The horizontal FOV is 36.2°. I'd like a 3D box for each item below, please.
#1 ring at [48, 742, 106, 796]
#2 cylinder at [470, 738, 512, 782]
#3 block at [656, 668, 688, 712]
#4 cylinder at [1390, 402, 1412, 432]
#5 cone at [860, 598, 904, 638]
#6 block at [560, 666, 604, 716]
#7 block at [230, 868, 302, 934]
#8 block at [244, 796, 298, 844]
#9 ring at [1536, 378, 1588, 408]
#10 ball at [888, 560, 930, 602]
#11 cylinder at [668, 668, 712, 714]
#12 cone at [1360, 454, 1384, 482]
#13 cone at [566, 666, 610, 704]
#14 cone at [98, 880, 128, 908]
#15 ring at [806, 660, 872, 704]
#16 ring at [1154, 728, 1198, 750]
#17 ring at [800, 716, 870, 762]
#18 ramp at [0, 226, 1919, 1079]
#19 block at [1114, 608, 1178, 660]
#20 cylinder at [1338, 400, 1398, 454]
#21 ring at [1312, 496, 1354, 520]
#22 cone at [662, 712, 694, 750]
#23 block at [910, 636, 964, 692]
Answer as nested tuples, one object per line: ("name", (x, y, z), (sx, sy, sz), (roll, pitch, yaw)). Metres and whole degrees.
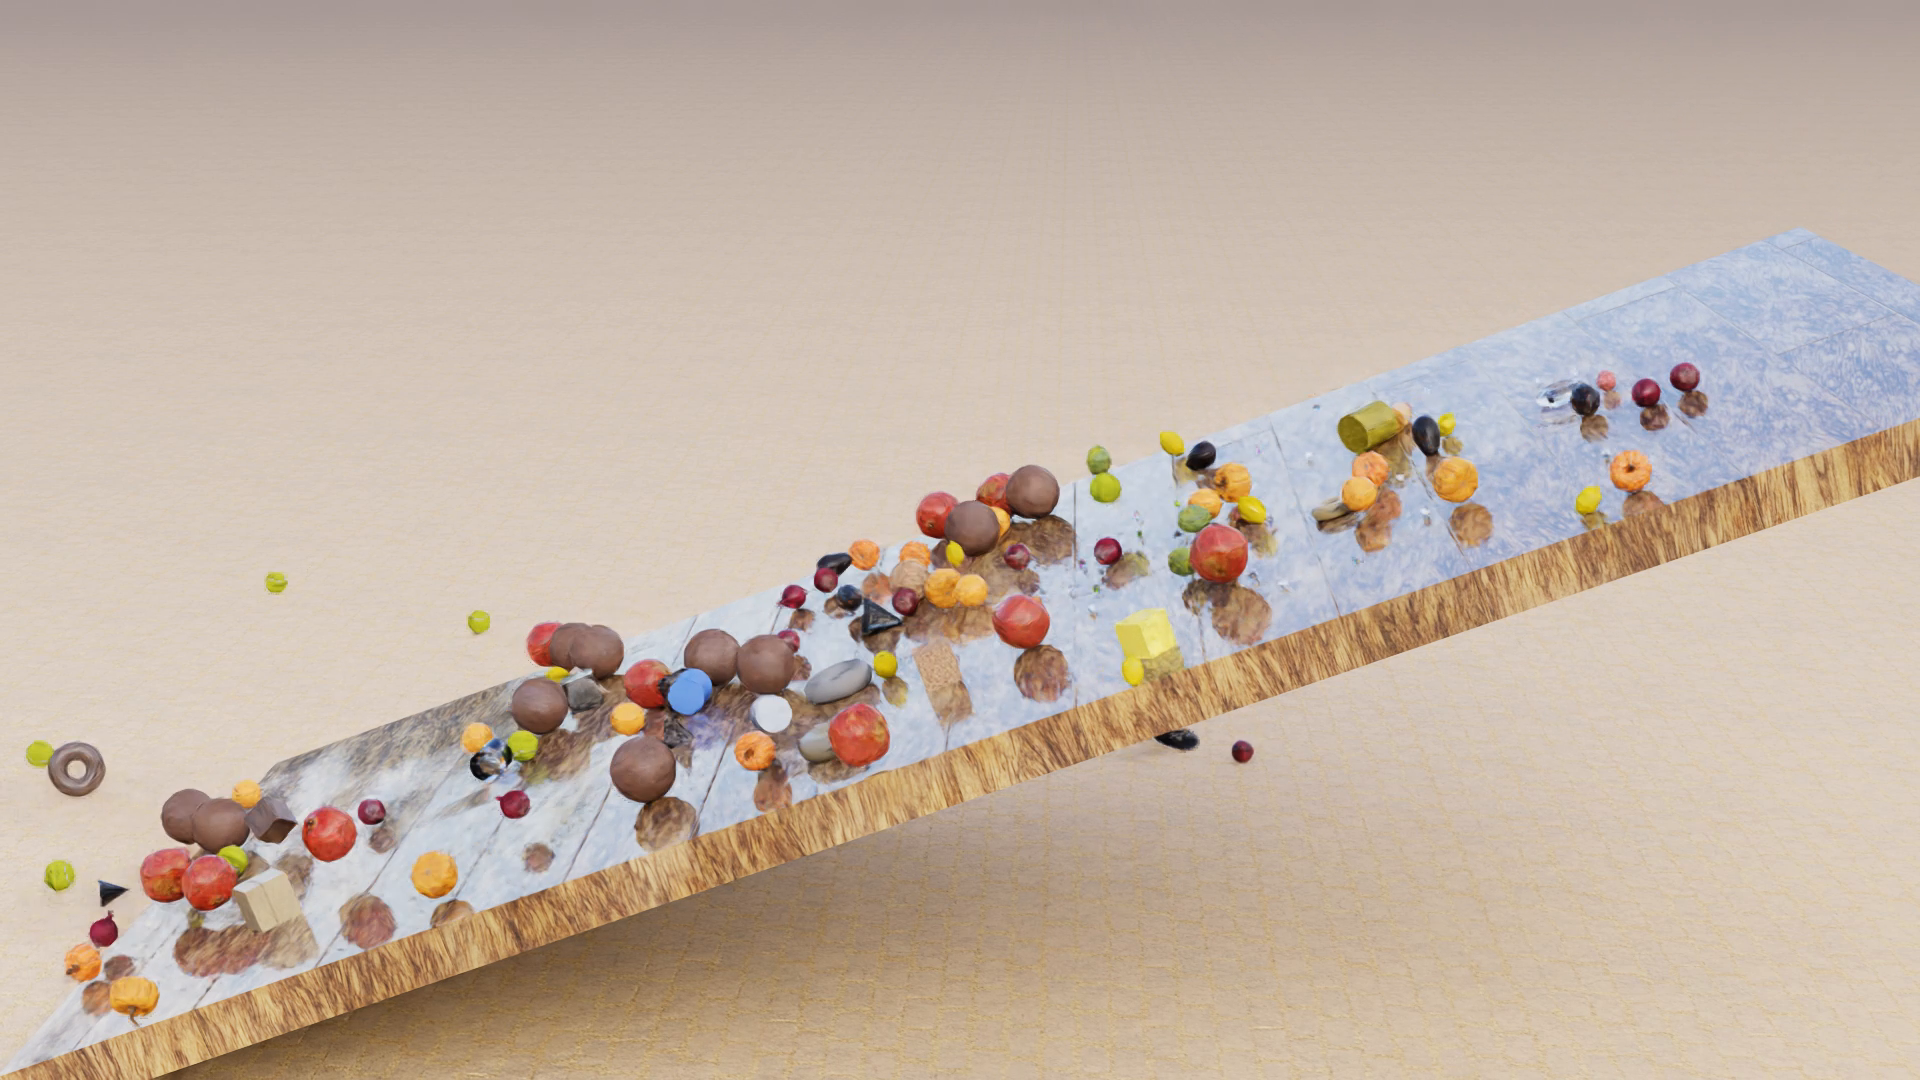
("ring", (-2.246, 0.582, 7.480), (0.141, 0.141, 0.047), (-3, 0, -12))
("cylinder", (-1.024, 0.482, 6.423), (0.071, 0.071, 0.071), (4, 24, 15))
("block", (-0.612, 0.328, 6.442), (0.068, 0.068, 0.068), (-25, 12, -20))
("cylinder", (0.964, -0.271, 6.498), (0.055, 0.055, 0.055), (6, 22, 24))
("cone", (-0.166, 0.175, 6.439), (0.093, 0.093, 0.093), (6, 13, -3))
("block", (-0.871, 0.349, 6.780), (0.077, 0.077, 0.077), (-22, 11, -4))
("block", (-1.392, 0.724, 5.907), (0.090, 0.090, 0.090), (-27, 13, -29))
("block", (-1.523, 0.620, 6.504), (0.069, 0.069, 0.069), (49, 14, 29))
("ring", (1.268, -0.311, 6.197), (0.112, 0.037, 0.112), (-19, 10, 4))
("ball", (-0.113, 0.093, 6.596), (0.094, 0.094, 0.094), (0, 13, 0))
("cylinder", (-0.582, 0.328, 6.356), (0.080, 0.080, 0.080), (2, 14, 7))
("cone", (0.853, -0.156, 6.156), (0.056, 0.056, 0.056), (-20, 11, 4))
("cone", (-0.858, 0.348, 6.850), (0.094, 0.094, 0.094), (10, 14, 10))
("cone", (-1.914, 0.796, 6.661), (0.066, 0.066, 0.066), (-7, 14, -20))
("ring", (-0.249, 0.290, 6.030), (0.146, 0.049, 0.146), (-20, 13, 5))
("ring", (0.580, 0.531, 7.924), (0.125, 0.042, 0.125), (16, 11, -3))
("ring", (-0.239, 0.379, 5.602), (0.143, 0.048, 0.143), (-19, 12, 4))
("ramp", (0.115, 0.177, 6.298), (4.000, 0.100, 2.000), (-19, 11, 6))
("block", (0.345, 0.175, 5.464), (0.071, 0.071, 0.071), (-29, 14, -36))
("cylinder", (0.891, -0.247, 6.428), (0.091, 0.091, 0.091), (-28, 26, -31))
("ring", (0.757, -0.066, 5.970), (0.090, 0.030, 0.090), (-21, 10, 4))
("cone", (-0.601, 0.389, 6.131), (0.070, 0.070, 0.070), (-20, 11, 4))
("block", (-0.046, 0.246, 5.808), (0.076, 0.076, 0.076), (-21, 11, -2))
